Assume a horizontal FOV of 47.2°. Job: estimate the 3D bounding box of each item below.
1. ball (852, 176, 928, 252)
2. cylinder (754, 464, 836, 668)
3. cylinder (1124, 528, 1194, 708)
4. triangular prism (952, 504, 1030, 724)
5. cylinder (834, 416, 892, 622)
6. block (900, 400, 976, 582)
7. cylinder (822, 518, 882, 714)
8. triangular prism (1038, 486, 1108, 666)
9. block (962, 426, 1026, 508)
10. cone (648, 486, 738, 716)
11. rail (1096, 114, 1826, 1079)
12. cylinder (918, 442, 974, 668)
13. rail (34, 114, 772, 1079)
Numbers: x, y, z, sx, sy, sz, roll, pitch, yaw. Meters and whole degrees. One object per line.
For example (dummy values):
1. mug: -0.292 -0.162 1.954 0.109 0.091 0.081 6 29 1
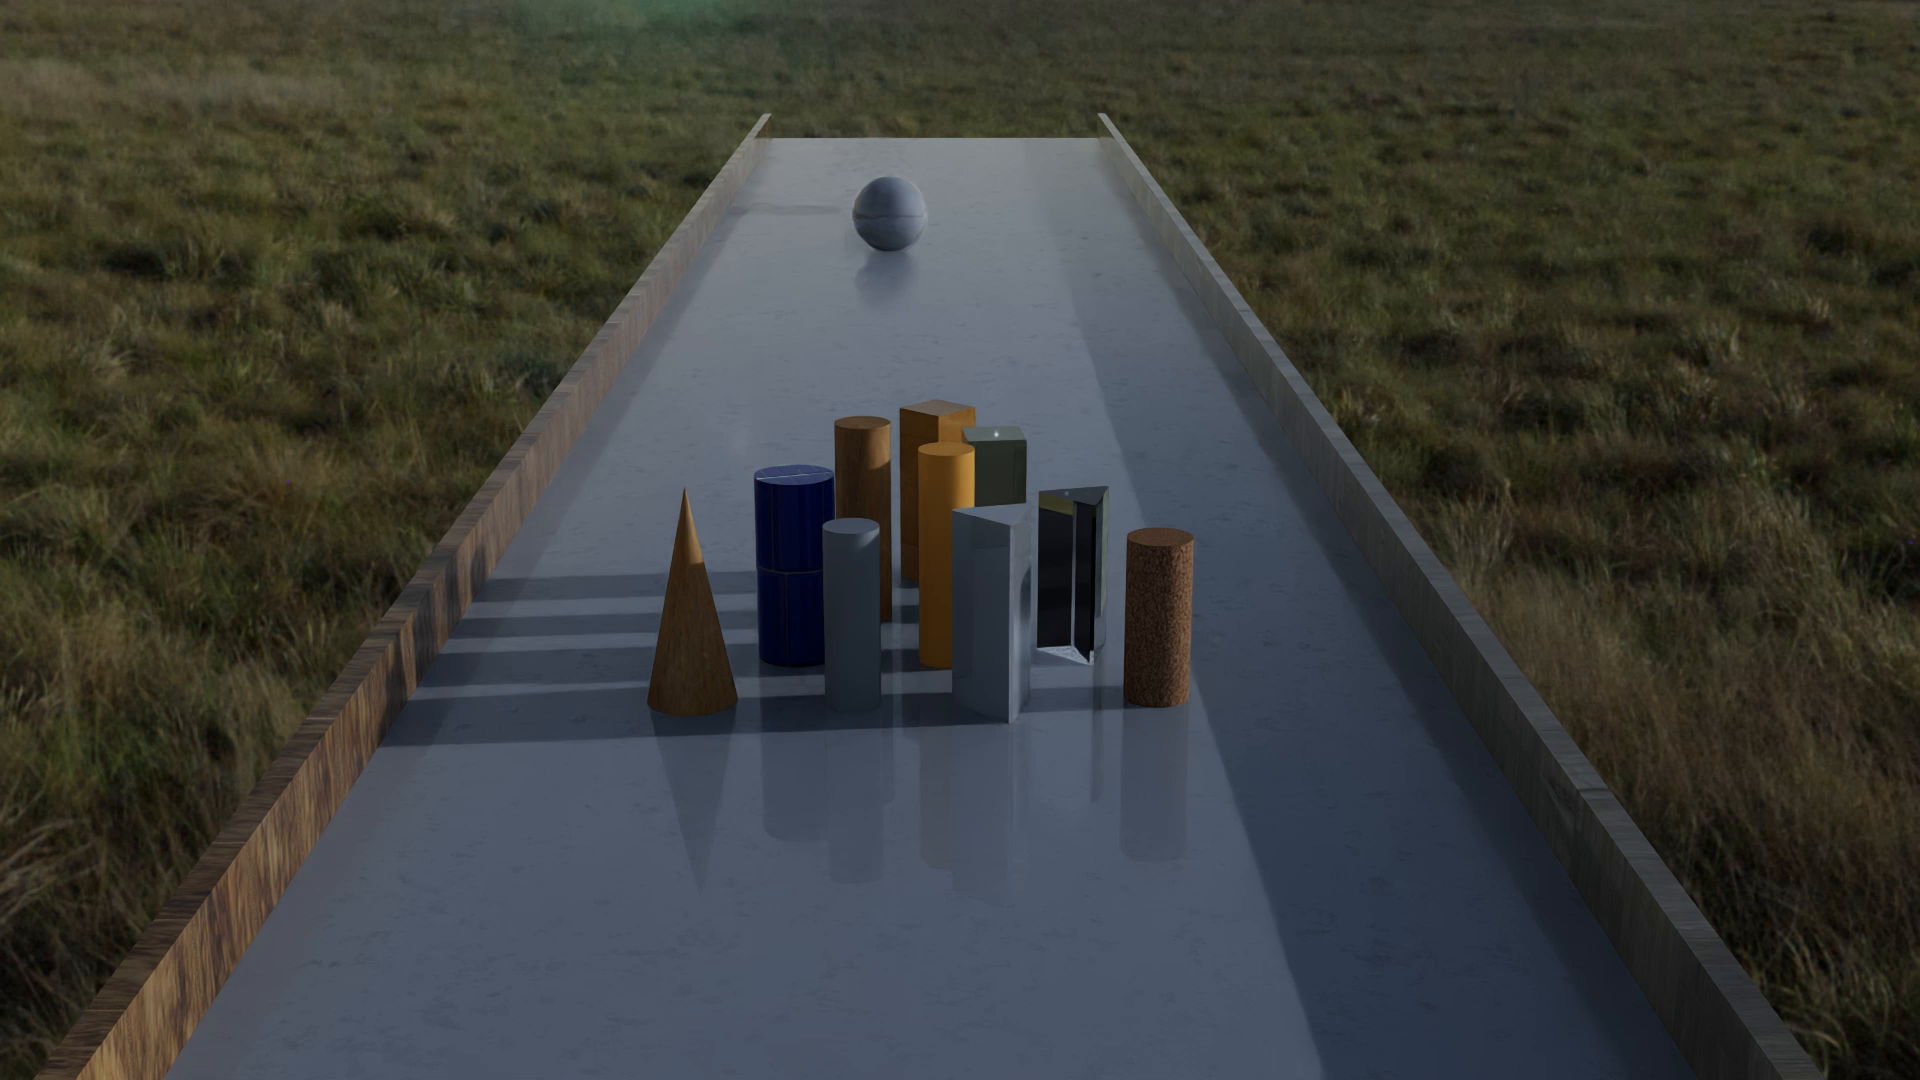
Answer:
1. ball: -0.296 -1.381 9.311 0.319 0.319 0.319 0 17 0
2. cylinder: -0.328 0.051 4.395 0.159 0.376 0.159 0 17 0
3. cylinder: 0.376 0.147 4.175 0.126 0.318 0.126 0 17 0
4. triangular prism: 0.085 0.128 4.124 0.152 0.383 0.131 15 22 41
5. cylinder: -0.203 -0.043 4.633 0.117 0.421 0.117 0 17 0
6. block: -0.049 -0.105 4.897 0.118 0.389 0.118 15 22 41
7. cylinder: -0.203 0.142 4.133 0.107 0.352 0.107 0 17 0
8. triangular prism: 0.253 0.064 4.430 0.145 0.332 0.126 15 22 41
9. block: 0.071 -0.035 4.655 0.122 0.392 0.122 -2 17 -6
10. cone: -0.511 0.102 4.141 0.173 0.424 0.173 0 17 0
11. rail: 0.932 -0.844 7.801 0.050 0.150 12.000 0 17 -1
12. cylinder: -0.027 0.031 4.360 0.111 0.436 0.111 0 17 0
13. rail: -1.118 -0.838 7.780 0.050 0.150 12.000 0 17 -1
